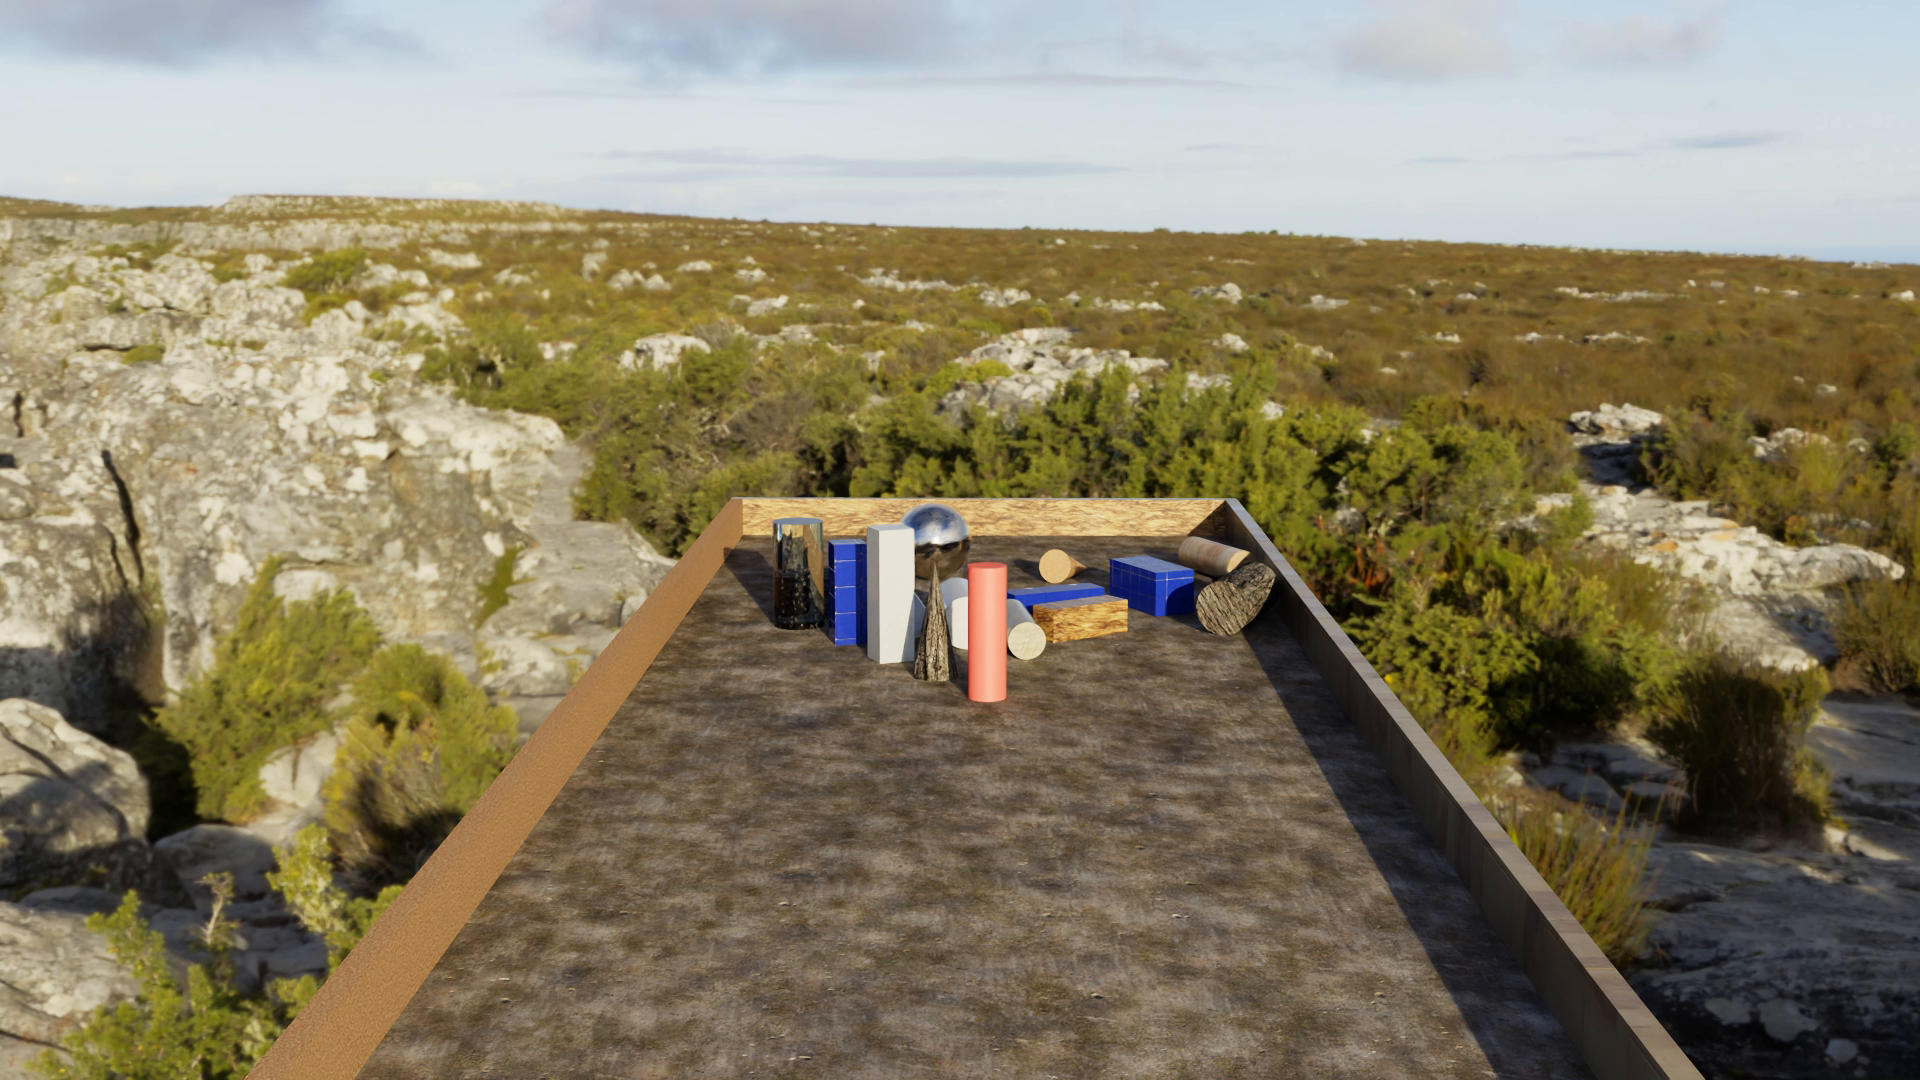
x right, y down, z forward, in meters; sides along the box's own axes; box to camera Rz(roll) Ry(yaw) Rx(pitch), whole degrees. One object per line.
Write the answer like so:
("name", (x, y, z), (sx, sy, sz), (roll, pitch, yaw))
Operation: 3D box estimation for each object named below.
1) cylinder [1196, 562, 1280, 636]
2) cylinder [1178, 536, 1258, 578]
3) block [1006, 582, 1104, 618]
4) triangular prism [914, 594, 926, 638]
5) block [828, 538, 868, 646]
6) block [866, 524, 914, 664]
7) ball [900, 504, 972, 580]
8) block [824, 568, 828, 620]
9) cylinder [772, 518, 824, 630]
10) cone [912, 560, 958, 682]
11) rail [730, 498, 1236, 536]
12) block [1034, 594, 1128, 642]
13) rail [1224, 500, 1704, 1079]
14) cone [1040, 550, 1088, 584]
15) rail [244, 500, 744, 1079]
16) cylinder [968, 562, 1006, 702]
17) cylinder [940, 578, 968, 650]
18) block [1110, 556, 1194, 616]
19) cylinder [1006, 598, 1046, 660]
("cylinder", (0.919, 0.190, 7.242), (0.177, 0.177, 0.401), (4, 10, 22))
("cylinder", (0.953, 0.075, 8.136), (0.126, 0.126, 0.366), (-4, 10, -23))
("block", (0.310, 0.213, 7.336), (0.336, 0.102, 0.102), (-4, 10, -26))
("triangular prism", (-0.183, 0.164, 7.168), (0.089, 0.077, 0.421), (-2, 34, -27))
("block", (-0.355, 0.164, 6.954), (0.103, 0.320, 0.103), (-2, 9, -15))
("block", (-0.211, 0.162, 6.688), (0.112, 0.406, 0.112), (-4, 10, -22))
("ball", (-0.099, 0.005, 8.084), (0.280, 0.280, 0.280), (0, 9, 0))
("block", (-0.422, 0.187, 7.403), (0.133, 0.133, 0.425), (-7, 12, -39))
("cylinder", (-0.529, 0.109, 7.215), (0.166, 0.346, 0.166), (0, 9, 0))
("cone", (-0.073, 0.230, 6.451), (0.135, 0.347, 0.135), (0, 9, 0))
("rail", (0.099, -0.098, 9.147), (2.100, 0.150, 0.050), (0, 9, 1))
("block", (0.388, 0.252, 7.076), (0.302, 0.107, 0.107), (-6, 11, -35))
("rail", (1.046, 0.843, 3.208), (0.050, 0.150, 12.000), (0, 9, 1))
("cone", (0.416, 0.102, 8.171), (0.123, 0.123, 0.336), (4, 0, 25))
("rail", (-1.004, 0.839, 3.234), (0.050, 0.150, 12.000), (0, 9, 1))
("cylinder", (0.077, 0.258, 6.178), (0.109, 0.378, 0.109), (0, 9, 0))
("cylinder", (0.005, 0.232, 7.015), (0.167, 0.167, 0.346), (-1, 9, -6))
("block", (0.656, 0.156, 7.549), (0.149, 0.149, 0.317), (-4, 10, -25))
("cylinder", (0.183, 0.277, 6.892), (0.116, 0.116, 0.394), (-1, 9, -6))
